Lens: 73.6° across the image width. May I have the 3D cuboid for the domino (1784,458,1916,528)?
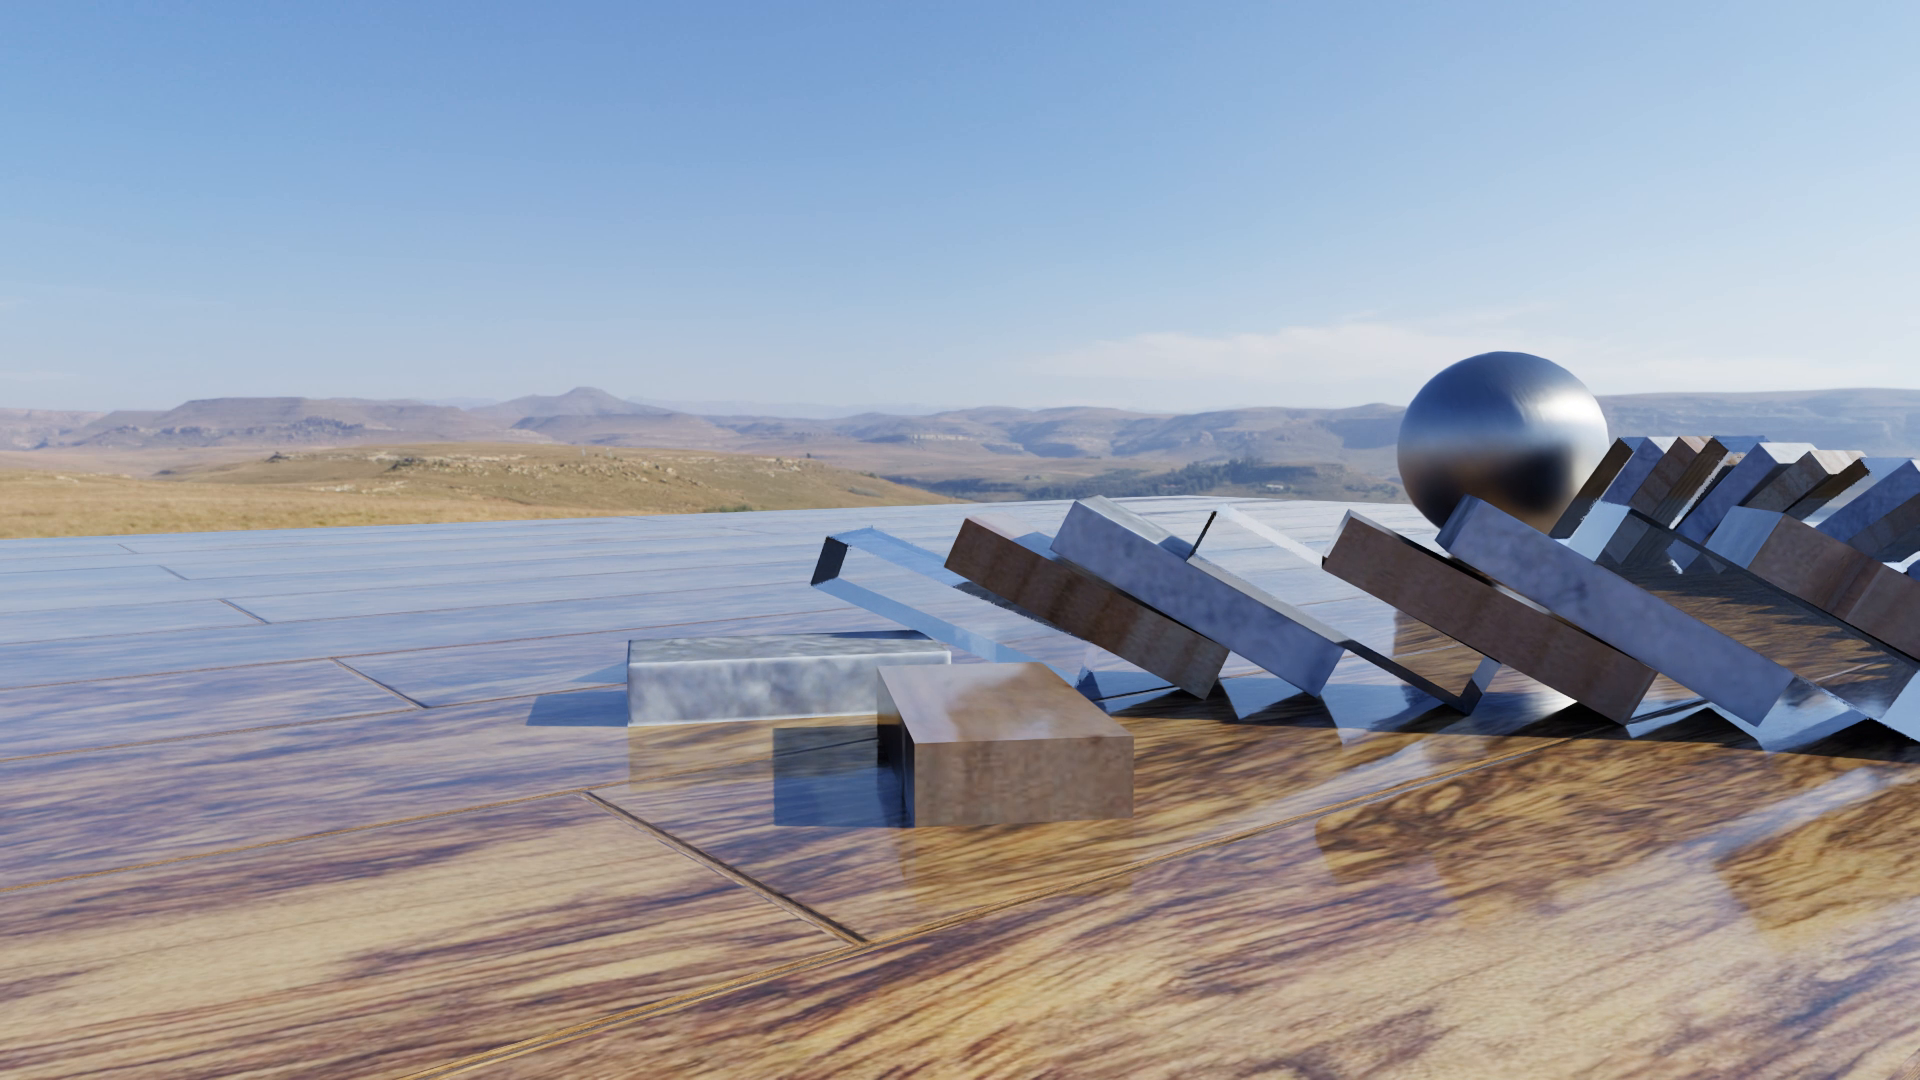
[{"bbox_3d":[0.271,-0.007,0.401,0.025,0.009,0.050,-2,-34,-22],"label":"domino"}]

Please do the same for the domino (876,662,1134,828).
[{"bbox_3d":[0.004,0.025,0.169,0.025,0.009,0.050,-1,4,-8],"label":"domino"}]

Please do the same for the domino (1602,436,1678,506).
[{"bbox_3d":[0.246,-0.015,0.464,0.025,0.050,0.010,-2,43,-22],"label":"domino"}]

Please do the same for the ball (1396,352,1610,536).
[{"bbox_3d":[0.221,-0.037,0.525,0.080,0.080,0.080,0,4,0],"label":"ball"}]

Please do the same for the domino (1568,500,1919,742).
[{"bbox_3d":[0.122,0.011,0.198,0.050,0.009,0.025,32,12,12],"label":"domino"}]

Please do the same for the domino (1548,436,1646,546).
[{"bbox_3d":[0.242,-0.016,0.476,0.025,0.050,0.009,-2,43,-23],"label":"domino"}]

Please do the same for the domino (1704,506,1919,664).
[{"bbox_3d":[0.141,0.012,0.193,0.050,0.009,0.025,31,12,12],"label":"domino"}]

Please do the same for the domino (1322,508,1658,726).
[{"bbox_3d":[0.084,0.011,0.210,0.050,0.009,0.025,29,11,12],"label":"domino"}]

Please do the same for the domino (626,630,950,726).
[{"bbox_3d":[-0.029,0.022,0.211,0.050,0.010,0.025,-1,4,-14],"label":"domino"}]

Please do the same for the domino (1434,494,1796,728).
[{"bbox_3d":[0.102,0.010,0.204,0.050,0.009,0.025,32,12,12],"label":"domino"}]

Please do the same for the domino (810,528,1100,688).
[{"bbox_3d":[0.001,0.012,0.234,0.050,0.009,0.025,22,9,11],"label":"domino"}]

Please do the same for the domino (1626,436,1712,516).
[{"bbox_3d":[0.251,-0.014,0.453,0.025,0.050,0.010,-2,43,-23],"label":"domino"}]

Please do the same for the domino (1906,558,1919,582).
[{"bbox_3d":[0.271,0.001,0.327,0.025,0.009,0.050,1,-27,4],"label":"domino"}]

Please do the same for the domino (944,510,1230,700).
[{"bbox_3d":[0.024,0.011,0.229,0.050,0.009,0.025,27,11,12],"label":"domino"}]

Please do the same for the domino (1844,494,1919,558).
[{"bbox_3d":[0.278,-0.003,0.368,0.025,0.009,0.050,-1,-31,-14],"label":"domino"}]

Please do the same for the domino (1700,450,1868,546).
[{"bbox_3d":[0.267,-0.009,0.416,0.025,0.010,0.050,-1,-37,-23],"label":"domino"}]

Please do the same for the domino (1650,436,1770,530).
[{"bbox_3d":[0.256,-0.013,0.442,0.025,0.050,0.010,-2,43,-23],"label":"domino"}]

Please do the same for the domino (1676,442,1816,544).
[{"bbox_3d":[0.262,-0.011,0.430,0.025,0.050,0.009,-2,48,-23],"label":"domino"}]

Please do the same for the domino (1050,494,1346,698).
[{"bbox_3d":[0.042,0.009,0.224,0.050,0.010,0.025,29,11,12],"label":"domino"}]

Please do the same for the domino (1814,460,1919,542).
[{"bbox_3d":[0.276,-0.005,0.385,0.025,0.010,0.050,-2,-33,-19],"label":"domino"}]

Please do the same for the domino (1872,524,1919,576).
[{"bbox_3d":[0.274,0.000,0.347,0.025,0.010,0.050,0,-27,1],"label":"domino"}]

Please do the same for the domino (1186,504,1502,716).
[{"bbox_3d":[0.064,0.010,0.217,0.050,0.009,0.025,29,11,12],"label":"domino"}]
